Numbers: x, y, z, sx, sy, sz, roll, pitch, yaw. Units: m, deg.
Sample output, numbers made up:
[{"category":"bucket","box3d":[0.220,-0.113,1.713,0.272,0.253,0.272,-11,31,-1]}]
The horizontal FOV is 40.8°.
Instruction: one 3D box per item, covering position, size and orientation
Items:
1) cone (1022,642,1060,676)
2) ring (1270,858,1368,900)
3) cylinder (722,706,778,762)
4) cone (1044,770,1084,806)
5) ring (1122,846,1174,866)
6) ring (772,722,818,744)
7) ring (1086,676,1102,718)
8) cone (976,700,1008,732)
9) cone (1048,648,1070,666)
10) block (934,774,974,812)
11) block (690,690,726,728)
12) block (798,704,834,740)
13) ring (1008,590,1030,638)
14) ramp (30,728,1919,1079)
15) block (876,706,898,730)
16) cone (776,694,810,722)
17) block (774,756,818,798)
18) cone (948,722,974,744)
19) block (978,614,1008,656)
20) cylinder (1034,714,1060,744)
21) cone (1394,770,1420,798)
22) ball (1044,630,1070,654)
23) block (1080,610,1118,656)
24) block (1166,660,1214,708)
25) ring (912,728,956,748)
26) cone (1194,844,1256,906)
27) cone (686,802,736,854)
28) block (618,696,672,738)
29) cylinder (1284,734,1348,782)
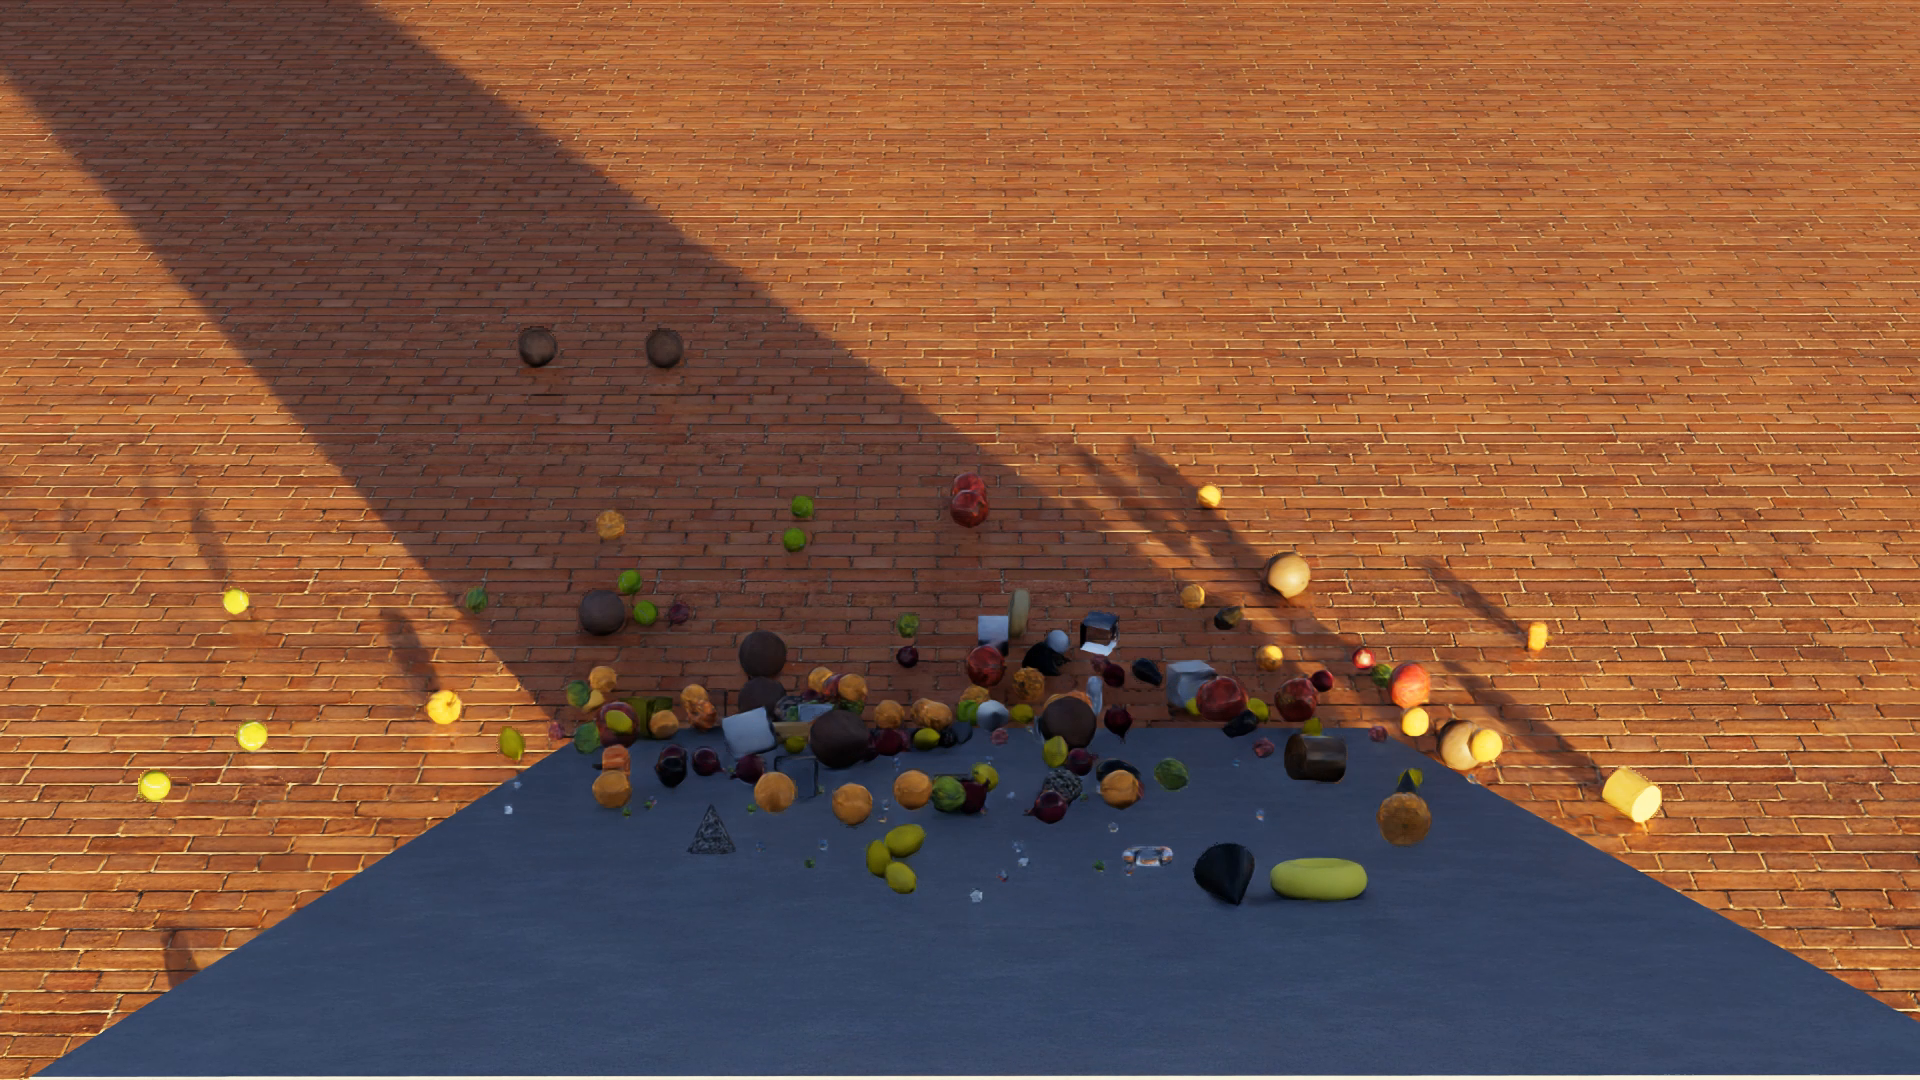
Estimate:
[{"category":"cone","box3d":[0.235,0.342,6.944,0.098,0.098,0.098,-24,46,-38]},{"category":"ring","box3d":[0.527,0.498,3.796,0.143,0.048,0.143,-1,1,0]},{"category":"cylinder","box3d":[-0.456,0.421,5.612,0.097,0.097,0.097,-17,28,1]},{"category":"cone","box3d":[0.195,0.488,4.911,0.076,0.076,0.076,3,22,5]},{"category":"ring","box3d":[0.300,0.504,4.120,0.081,0.027,0.081,0,-1,0]},{"category":"ring","box3d":[-0.409,0.464,6.206,0.142,0.047,0.142,1,0,0]},{"category":"ring","box3d":[0.343,0.400,6.601,0.035,0.106,0.106,2,27,-3]},{"category":"cone","box3d":[0.084,0.433,6.430,0.082,0.082,0.082,-3,-13,-6]},{"category":"cone","box3d":[0.271,0.327,7.025,0.065,0.065,0.065,9,25,-14]},{"category":"block","box3d":[-0.011,0.475,4.846,0.064,0.064,0.064,0,1,-14]},{"category":"block","box3d":[-0.650,0.436,6.656,0.091,0.091,0.091,0,-1,-8]},{"category":"block","box3d":[-0.354,0.446,6.332,0.079,0.079,0.079,0,1,-8]},{"category":"ring","box3d":[0.161,0.206,7.165,0.046,0.139,0.139,12,27,-6]},{"category":"ramp","box3d":[0.062,0.560,4.598,2.000,0.100,4.000,0,1,0]},{"category":"block","box3d":[-0.186,0.454,6.602,0.055,0.055,0.055,0,1,-1]},{"category":"cone","box3d":[-0.428,0.460,6.531,0.099,0.099,0.099,3,30,6]},{"category":"block","box3d":[-0.322,0.465,5.068,0.077,0.077,0.077,0,1,3]},{"category":"cone","box3d":[0.002,0.474,6.174,0.059,0.059,0.059,0,28,1]},{"category":"block","box3d":[0.090,0.263,7.087,0.082,0.082,0.082,1,57,1]},{"category":"cylinder","box3d":[0.210,0.455,6.214,0.063,0.063,0.063,0,1,0]},{"category":"cone","box3d":[0.879,0.476,5.077,0.053,0.053,0.053,0,1,0]},{"category":"ball","box3d":[0.267,0.282,7.098,0.068,0.068,0.068,0,28,0]},{"category":"block","box3d":[0.385,0.257,7.131,0.082,0.082,0.082,11,29,20]},{"category":"block","box3d":[0.611,0.382,6.847,0.097,0.097,0.097,-6,13,-14]},{"category":"ring","box3d":[-0.061,0.468,6.101,0.105,0.035,0.105,8,-5,1]},{"category":"cone","box3d":[0.393,0.502,3.736,0.091,0.091,0.091,-3,28,-6]},{"category":"cone","box3d":[-0.412,0.474,4.276,0.082,0.082,0.082,0,1,0]},{"category":"block","box3d":[-0.778,0.437,6.379,0.096,0.096,0.096,1,1,33]},{"category":"cylinder","box3d":[0.720,0.441,5.227,0.093,0.093,0.093,6,24,-24]}]
